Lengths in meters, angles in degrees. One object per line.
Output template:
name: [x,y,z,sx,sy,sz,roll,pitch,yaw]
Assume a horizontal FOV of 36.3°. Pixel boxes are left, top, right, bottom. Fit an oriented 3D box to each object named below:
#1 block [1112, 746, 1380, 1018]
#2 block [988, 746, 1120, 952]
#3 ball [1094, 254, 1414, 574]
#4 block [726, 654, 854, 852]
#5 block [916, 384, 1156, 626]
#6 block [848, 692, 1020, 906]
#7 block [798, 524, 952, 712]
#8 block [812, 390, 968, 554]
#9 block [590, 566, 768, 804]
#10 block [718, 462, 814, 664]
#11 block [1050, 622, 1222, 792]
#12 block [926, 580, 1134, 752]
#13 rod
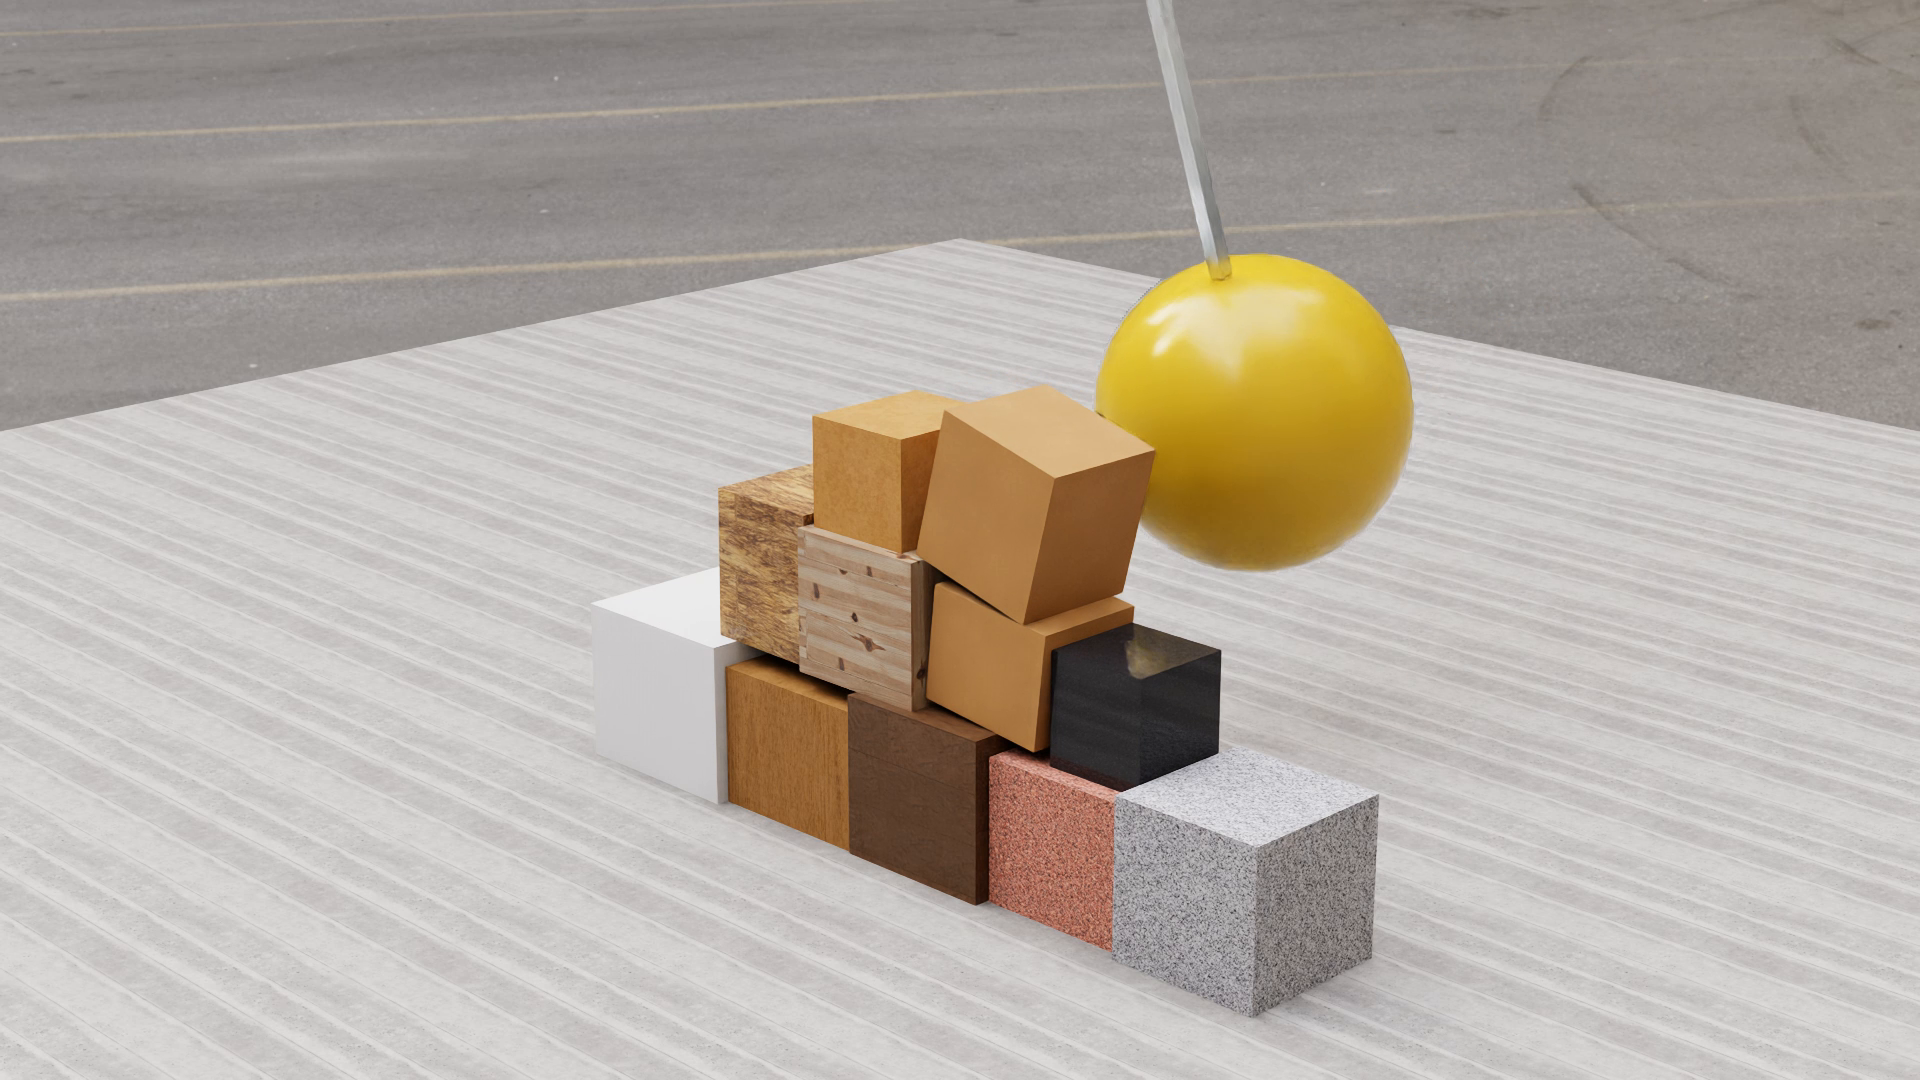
block: [1.213,1.438,12.496,0.806,0.763,0.777,-17,24,-42]
block: [0.660,1.300,13.046,0.717,0.697,0.785,-17,24,-42]
ball: [1.467,-0.632,14.680,1.600,1.600,1.600,0,17,0]
block: [-0.508,0.940,14.191,0.883,0.697,0.867,-17,24,-42]
block: [0.330,-0.166,12.967,0.644,0.728,0.691,-16,38,-42]
block: [0.089,1.082,13.589,0.883,0.788,0.828,-17,24,-42]
block: [-0.226,0.283,13.643,0.733,0.704,0.753,-17,24,-42]
block: [-0.235,-0.324,13.513,0.662,0.532,0.583,-17,24,-42]
block: [-1.170,0.698,14.779,0.968,0.806,0.945,-17,24,-42]
block: [-0.688,0.098,14.114,0.716,0.743,0.605,-17,25,-42]
block: [0.764,0.735,12.776,0.522,0.543,0.520,-17,24,-42]
block: [0.311,0.503,13.149,0.579,0.558,0.682,-17,30,-42]
rod: [0.636,-3.427,12.931,0.080,5.200,0.080,17,44,42]
